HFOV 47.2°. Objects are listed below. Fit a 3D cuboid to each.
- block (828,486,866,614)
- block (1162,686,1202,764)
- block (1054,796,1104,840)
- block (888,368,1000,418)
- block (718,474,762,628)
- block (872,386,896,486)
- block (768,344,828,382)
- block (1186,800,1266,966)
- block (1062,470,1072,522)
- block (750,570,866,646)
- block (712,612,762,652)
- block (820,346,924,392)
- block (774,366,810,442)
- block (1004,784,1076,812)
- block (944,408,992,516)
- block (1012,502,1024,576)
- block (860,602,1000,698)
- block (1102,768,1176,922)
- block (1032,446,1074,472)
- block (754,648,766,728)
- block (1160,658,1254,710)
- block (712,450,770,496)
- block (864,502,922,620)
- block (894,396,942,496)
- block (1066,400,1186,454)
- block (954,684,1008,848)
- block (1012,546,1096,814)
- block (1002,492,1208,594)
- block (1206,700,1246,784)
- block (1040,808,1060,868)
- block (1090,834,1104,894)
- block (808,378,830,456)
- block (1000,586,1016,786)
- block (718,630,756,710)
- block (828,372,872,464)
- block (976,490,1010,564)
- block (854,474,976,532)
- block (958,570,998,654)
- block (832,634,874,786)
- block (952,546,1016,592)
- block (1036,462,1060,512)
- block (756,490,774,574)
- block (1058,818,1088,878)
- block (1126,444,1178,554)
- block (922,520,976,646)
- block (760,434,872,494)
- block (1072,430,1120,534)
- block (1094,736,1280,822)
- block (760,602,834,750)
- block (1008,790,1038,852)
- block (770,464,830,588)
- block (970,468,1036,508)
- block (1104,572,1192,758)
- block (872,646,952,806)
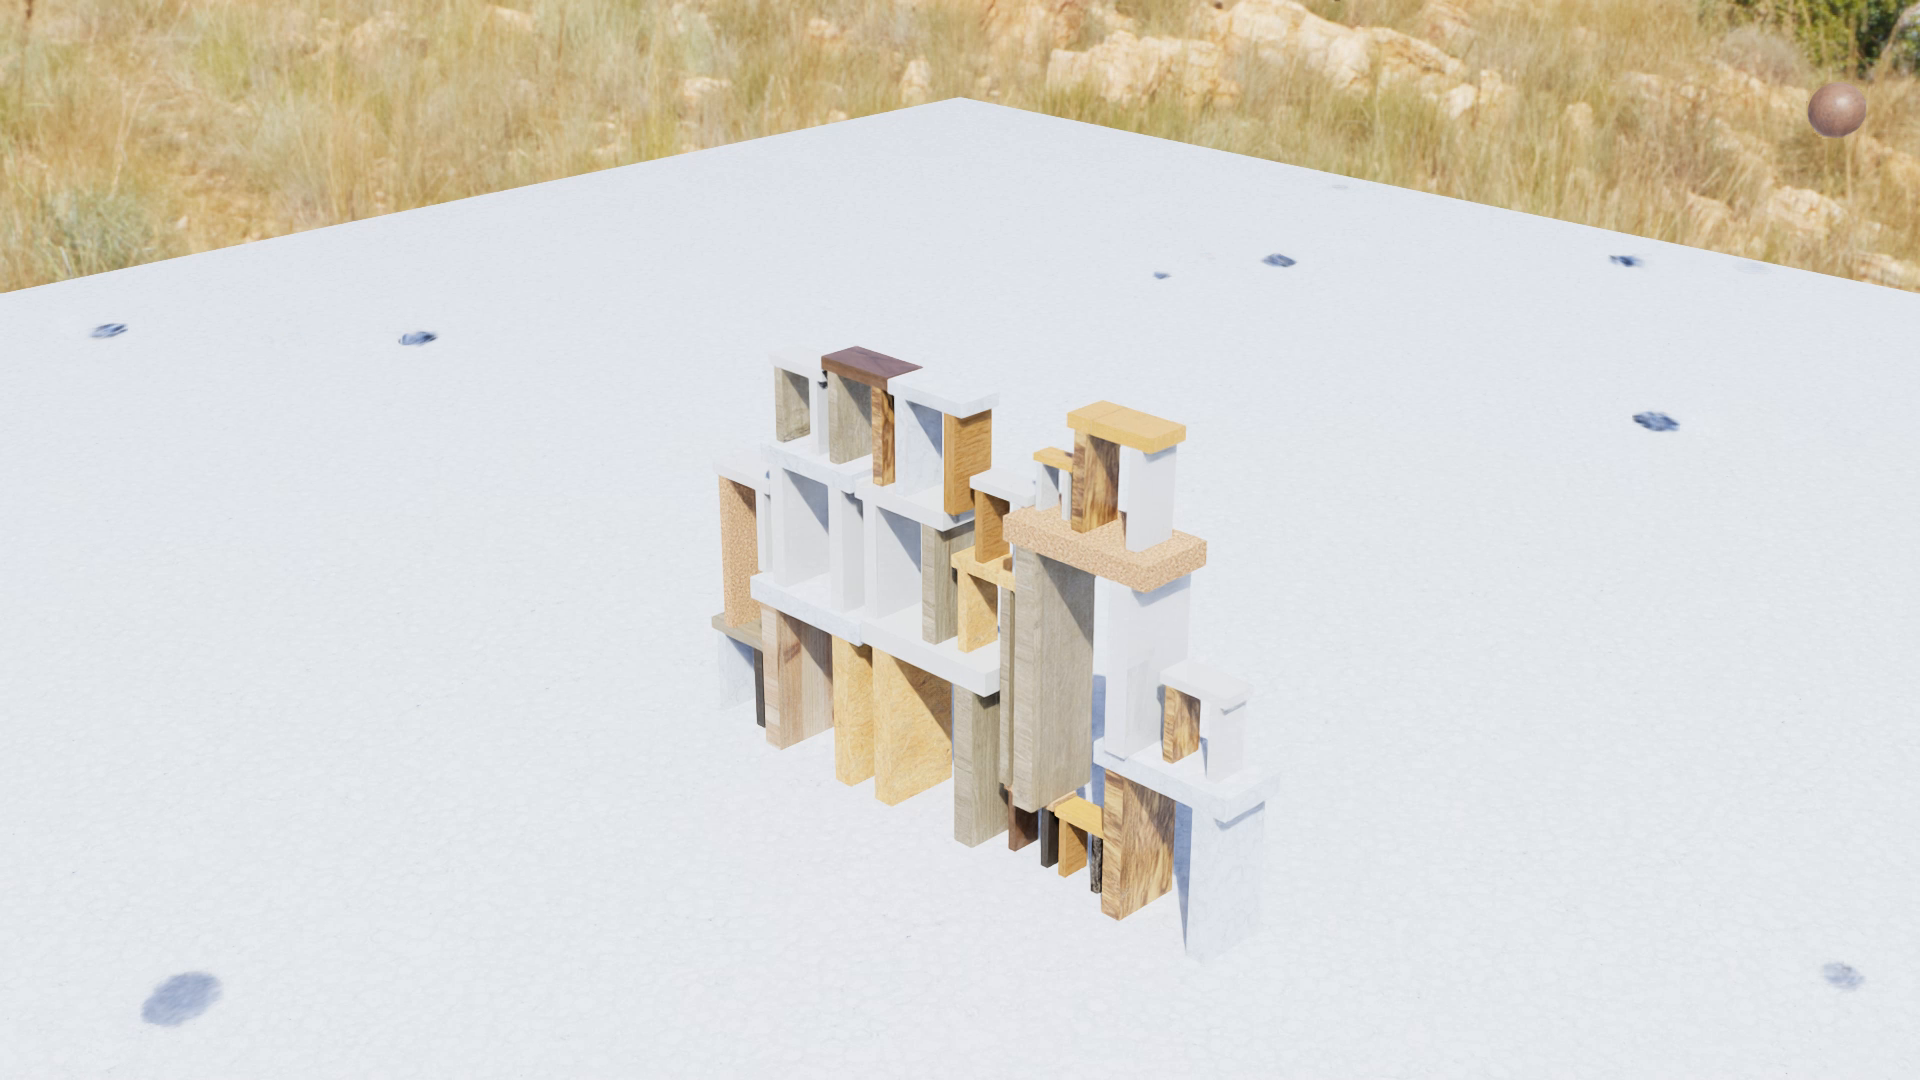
[{"bbox_3d":[-0.200,0.002,4.437,0.038,0.268,0.134,21,31,41],"label":"block"},{"bbox_3d":[0.397,0.317,3.923,0.021,0.150,0.075,21,31,41],"label":"block"},{"bbox_3d":[0.247,0.527,4.176,0.125,0.018,0.063,21,31,41],"label":"block"},{"bbox_3d":[-0.032,-0.278,4.139,0.099,0.028,0.199,-21,31,-40],"label":"block"},{"bbox_3d":[-0.469,0.014,4.734,0.026,0.350,0.091,21,31,41],"label":"block"},{"bbox_3d":[-0.127,-0.212,4.273,0.027,0.200,0.094,21,31,41],"label":"block"},{"bbox_3d":[-0.300,-0.353,4.397,0.080,0.023,0.159,-21,31,-41],"label":"block"},{"bbox_3d":[0.479,0.597,3.960,0.043,0.307,0.153,21,31,41],"label":"block"},{"bbox_3d":[0.205,-0.086,3.960,0.014,0.095,0.048,22,31,40],"label":"block"},{"bbox_3d":[-0.262,0.122,4.558,0.334,0.047,0.167,21,31,41],"label":"block"},{"bbox_3d":[-0.446,0.193,4.795,0.186,0.026,0.093,21,31,41],"label":"block"},{"bbox_3d":[-0.171,-0.334,4.270,0.189,0.027,0.095,21,31,40],"label":"block"},{"bbox_3d":[-0.338,-0.284,4.467,0.080,0.159,0.023,-21,31,-41],"label":"block"},{"bbox_3d":[0.155,0.484,4.261,0.131,0.018,0.065,21,31,41],"label":"block"},{"bbox_3d":[0.015,-0.155,4.140,0.099,0.199,0.028,-21,31,-41],"label":"block"},{"bbox_3d":[0.130,-0.009,4.084,0.021,0.146,0.073,21,31,40],"label":"block"},{"bbox_3d":[-0.014,0.204,4.332,0.346,0.049,0.173,21,31,41],"label":"block"},{"bbox_3d":[0.334,0.541,4.094,0.043,0.307,0.153,21,31,41],"label":"block"},{"bbox_3d":[0.183,-0.145,3.959,0.095,0.014,0.048,21,31,40],"label":"block"},{"bbox_3d":[-0.402,0.308,4.796,0.026,0.186,0.093,21,31,41],"label":"block"},{"bbox_3d":[0.432,0.252,3.857,0.150,0.021,0.075,21,31,41],"label":"block"},{"bbox_3d":[-0.426,-0.142,4.621,0.182,0.026,0.091,21,31,41],"label":"block"},{"bbox_3d":[-0.134,0.024,4.379,0.035,0.247,0.123,21,31,41],"label":"block"},{"bbox_3d":[-0.079,-0.192,4.227,0.028,0.199,0.099,21,31,41],"label":"block"},{"bbox_3d":[0.289,-0.198,3.824,0.190,0.027,0.095,21,30,40],"label":"block"},{"bbox_3d":[0.067,0.418,4.334,0.049,0.346,0.173,21,31,41],"label":"block"},{"bbox_3d":[0.177,0.239,4.126,0.048,0.538,0.168,21,31,40],"label":"block"},{"bbox_3d":[0.257,0.000,3.940,0.337,0.048,0.168,21,31,40],"label":"block"},{"bbox_3d":[0.468,0.345,3.858,0.021,0.150,0.075,21,31,41],"label":"block"},{"bbox_3d":[0.186,0.565,4.262,0.065,0.131,0.018,-21,31,-41],"label":"block"},{"bbox_3d":[0.277,0.604,4.177,0.018,0.125,0.063,21,31,41],"label":"block"},{"bbox_3d":[-0.263,-0.255,4.398,0.080,0.159,0.023,-21,31,-41],"label":"block"},{"bbox_3d":[0.115,0.269,4.211,0.085,0.417,0.024,-21,31,-40],"label":"block"},{"bbox_3d":[-0.490,0.274,4.877,0.026,0.186,0.093,21,31,41],"label":"block"},{"bbox_3d":[-0.216,-0.252,4.353,0.027,0.189,0.094,21,31,41],"label":"block"},{"bbox_3d":[0.061,-0.035,4.147,0.073,0.146,0.021,-21,31,-40],"label":"block"},{"bbox_3d":[-0.076,-0.083,4.271,0.247,0.035,0.123,21,31,41],"label":"block"},{"bbox_3d":[0.035,0.125,4.238,0.085,0.171,0.024,-21,31,-41],"label":"block"},{"bbox_3d":[-0.184,0.328,4.560,0.047,0.334,0.167,21,31,41],"label":"block"},{"bbox_3d":[0.074,0.051,4.162,0.085,0.024,0.171,-21,31,-40],"label":"block"},{"bbox_3d":[0.159,-0.104,4.001,0.014,0.095,0.048,22,31,40],"label":"block"},{"bbox_3d":[-0.383,-0.030,4.623,0.026,0.182,0.091,21,31,41],"label":"block"},{"bbox_3d":[0.218,0.581,4.231,0.018,0.125,0.063,21,31,41],"label":"block"},{"bbox_3d":[0.333,-0.081,3.827,0.027,0.190,0.095,22,31,40],"label":"block"},{"bbox_3d":[-0.017,0.069,4.272,0.123,0.247,0.035,-21,31,-41],"label":"block"},{"bbox_3d":[-0.264,-0.164,4.435,0.134,0.038,0.268,-21,31,-41],"label":"block"},{"bbox_3d":[0.242,-0.115,3.908,0.027,0.190,0.095,22,31,40],"label":"block"},{"bbox_3d":[0.406,0.408,3.959,0.307,0.043,0.153,21,31,41],"label":"block"},{"bbox_3d":[-0.341,0.267,4.704,0.047,0.334,0.167,21,31,41],"label":"block"},{"bbox_3d":[0.125,0.541,4.319,0.065,0.131,0.018,-21,31,-40],"label":"block"},{"bbox_3d":[-0.327,-0.048,4.553,0.038,0.268,0.134,21,31,41],"label":"block"},{"bbox_3d":[0.096,-0.098,4.083,0.146,0.021,0.073,21,31,40],"label":"block"},{"bbox_3d":[0.337,0.208,3.943,0.048,0.337,0.168,21,31,41],"label":"block"},{"bbox_3d":[-0.096,0.354,4.484,0.049,0.346,0.173,21,31,41],"label":"block"}]
